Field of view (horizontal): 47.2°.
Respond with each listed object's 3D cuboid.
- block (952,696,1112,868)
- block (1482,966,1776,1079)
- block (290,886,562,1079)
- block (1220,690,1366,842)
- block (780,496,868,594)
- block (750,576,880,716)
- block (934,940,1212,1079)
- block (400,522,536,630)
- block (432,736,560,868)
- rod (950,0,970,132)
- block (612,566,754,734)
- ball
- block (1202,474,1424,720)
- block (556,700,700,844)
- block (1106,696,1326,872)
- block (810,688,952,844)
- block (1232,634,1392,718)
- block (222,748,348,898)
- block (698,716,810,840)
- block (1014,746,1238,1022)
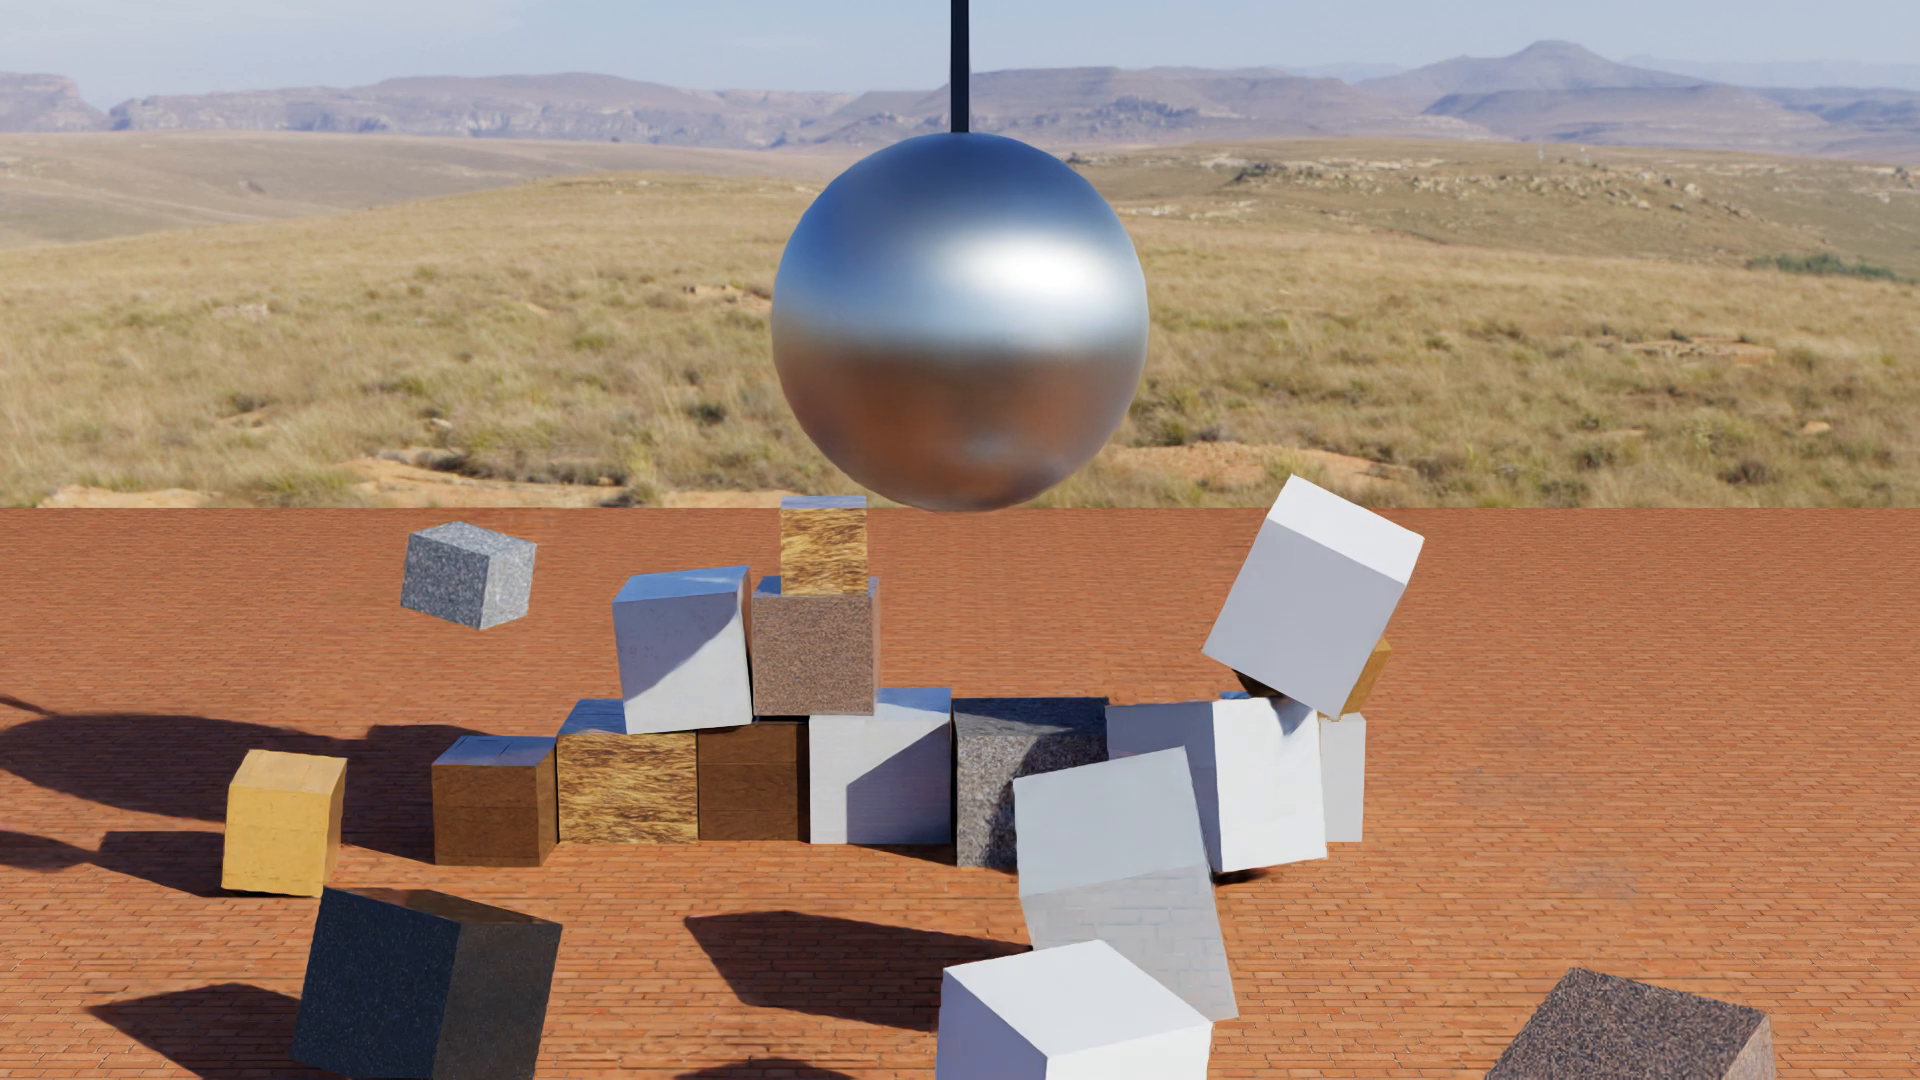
[{"bbox_3d":[0.378,1.207,11.079,0.814,0.662,0.736,0,10,-3],"label":"block"},{"bbox_3d":[2.104,1.834,6.841,0.646,0.640,0.623,7,31,42],"label":"block"},{"bbox_3d":[-1.962,1.659,8.108,0.669,0.627,0.571,8,-6,29],"label":"block"},{"bbox_3d":[1.707,1.165,11.406,0.653,0.628,0.641,0,10,-1],"label":"block"},{"bbox_3d":[-0.692,0.021,11.225,0.434,0.434,0.396,-1,10,-3],"label":"block"},{"bbox_3d":[-0.731,0.538,11.297,0.608,0.607,0.534,0,10,2],"label":"block"},{"bbox_3d":[0.352,1.829,7.299,0.629,0.702,0.659,-4,17,-30],"label":"block"},{"bbox_3d":[-2.001,0.142,8.961,0.386,0.309,0.339,15,14,19],"label":"block"},{"bbox_3d":[-2.298,1.300,10.986,0.518,0.512,0.534,1,10,3],"label":"block"},{"bbox_3d":[0.000,-4.290,9.648,0.080,5.200,0.080,0,-6,0],"label":"rod"},{"bbox_3d":[-1.387,0.553,11.274,0.620,0.678,0.690,-5,10,1],"label":"block"},{"bbox_3d":[0.000,-0.910,9.278,1.600,1.600,1.600,0,10,0],"label":"ball"},{"bbox_3d":[1.666,0.258,10.360,0.696,0.757,0.642,27,26,8],"label":"block"},{"bbox_3d":[-1.676,1.192,11.408,0.696,0.573,0.710,0,10,0],"label":"block"},{"bbox_3d":[1.219,1.149,10.463,0.646,0.774,0.796,-7,-6,45],"label":"block"},{"bbox_3d":[-0.401,1.159,11.383,0.707,0.647,0.653,0,10,0],"label":"block"},{"bbox_3d":[1.751,0.566,11.104,0.556,0.460,0.495,-5,45,-27],"label":"block"},{"bbox_3d":[-3.204,1.340,10.445,0.457,0.514,0.480,7,14,-8],"label":"block"},{"bbox_3d":[-1.040,1.178,11.397,0.563,0.604,0.583,0,10,0],"label":"block"},{"bbox_3d":[0.646,1.406,8.706,0.707,0.747,0.795,-11,27,5],"label":"block"}]
